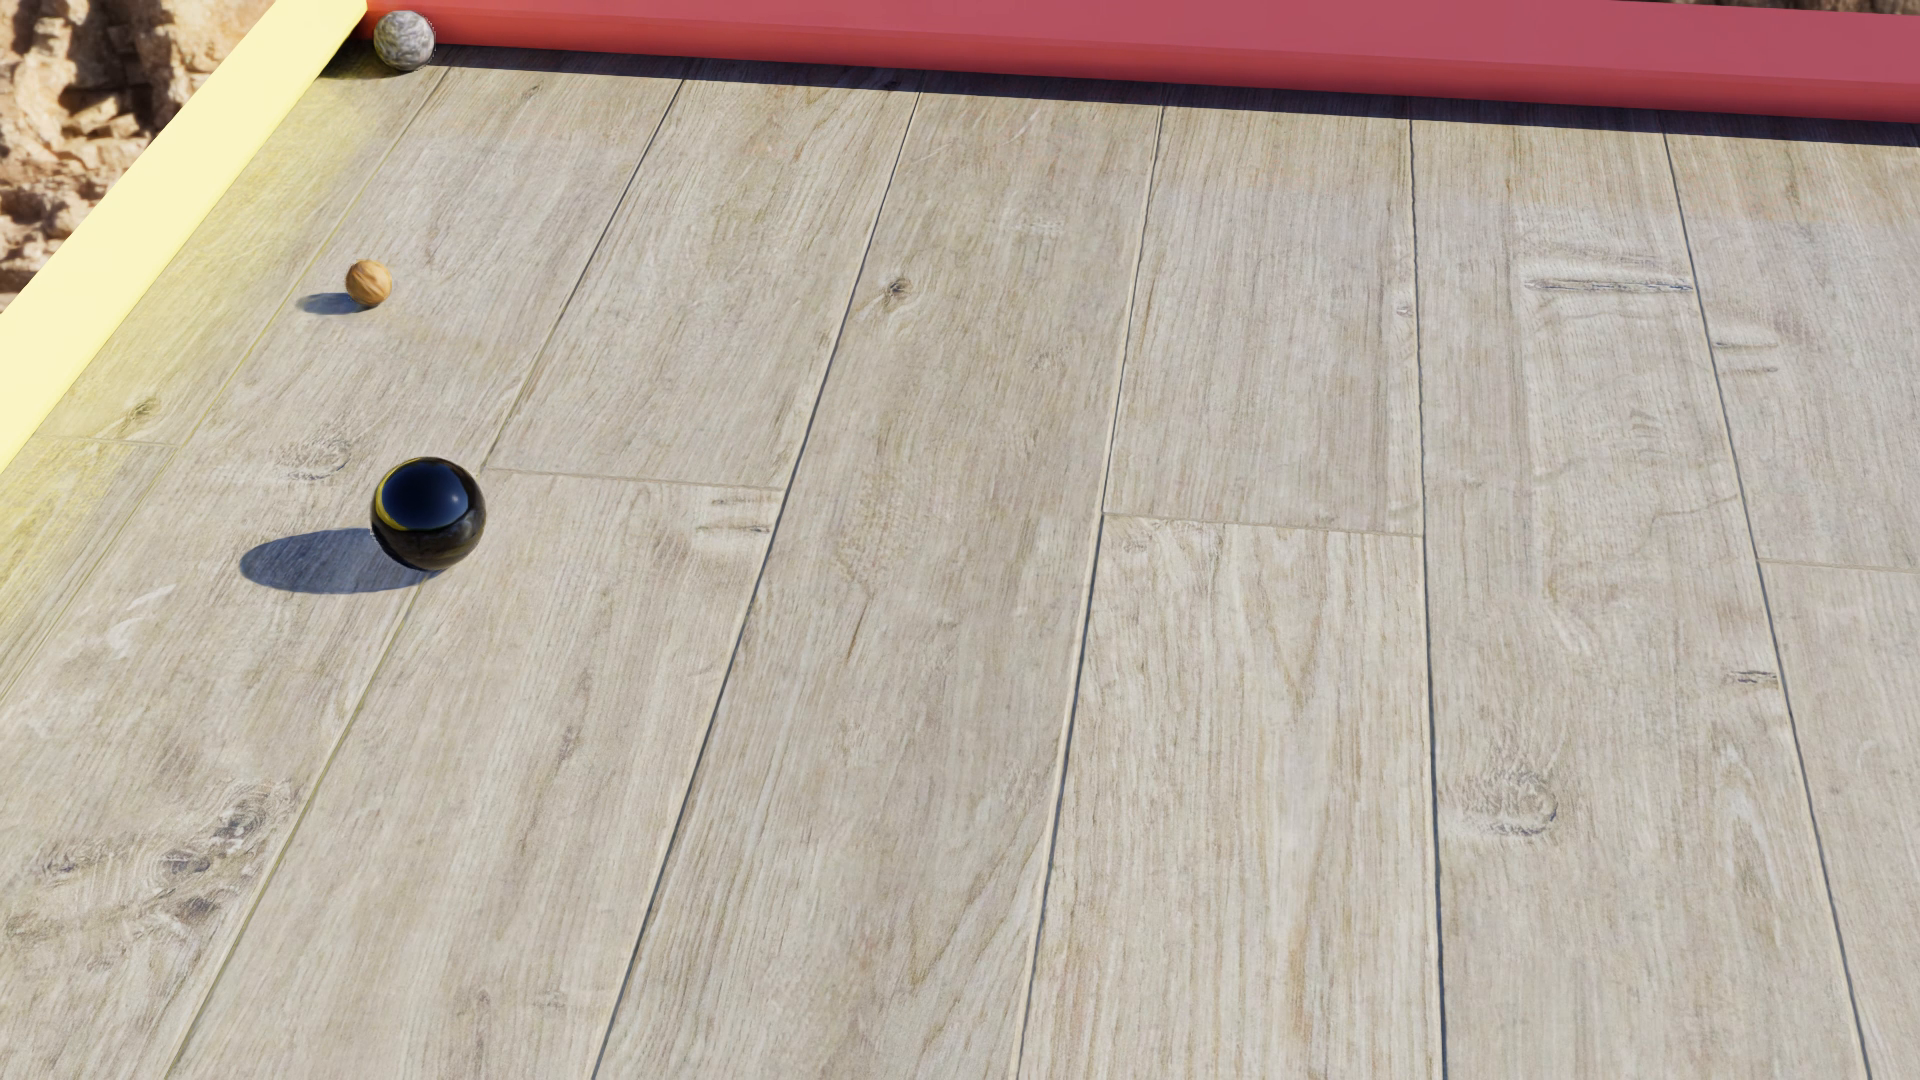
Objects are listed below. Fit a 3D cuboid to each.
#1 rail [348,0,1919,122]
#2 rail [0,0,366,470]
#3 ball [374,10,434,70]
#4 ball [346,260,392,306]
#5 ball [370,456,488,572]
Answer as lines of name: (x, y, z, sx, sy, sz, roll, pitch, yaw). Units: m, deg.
rail: (0.889, -0.460, 2.543, 3.131, 0.113, 0.045, 4, 35, 6)
rail: (-0.753, -0.076, 1.989, 0.045, 0.113, 1.806, 4, 35, 6)
ball: (-0.581, -0.522, 2.678, 0.062, 0.062, 0.062, 0, 35, 0)
ball: (-0.523, -0.228, 2.272, 0.041, 0.041, 0.041, 0, 35, 0)
ball: (-0.400, -0.020, 1.932, 0.087, 0.087, 0.087, 0, 35, 0)
